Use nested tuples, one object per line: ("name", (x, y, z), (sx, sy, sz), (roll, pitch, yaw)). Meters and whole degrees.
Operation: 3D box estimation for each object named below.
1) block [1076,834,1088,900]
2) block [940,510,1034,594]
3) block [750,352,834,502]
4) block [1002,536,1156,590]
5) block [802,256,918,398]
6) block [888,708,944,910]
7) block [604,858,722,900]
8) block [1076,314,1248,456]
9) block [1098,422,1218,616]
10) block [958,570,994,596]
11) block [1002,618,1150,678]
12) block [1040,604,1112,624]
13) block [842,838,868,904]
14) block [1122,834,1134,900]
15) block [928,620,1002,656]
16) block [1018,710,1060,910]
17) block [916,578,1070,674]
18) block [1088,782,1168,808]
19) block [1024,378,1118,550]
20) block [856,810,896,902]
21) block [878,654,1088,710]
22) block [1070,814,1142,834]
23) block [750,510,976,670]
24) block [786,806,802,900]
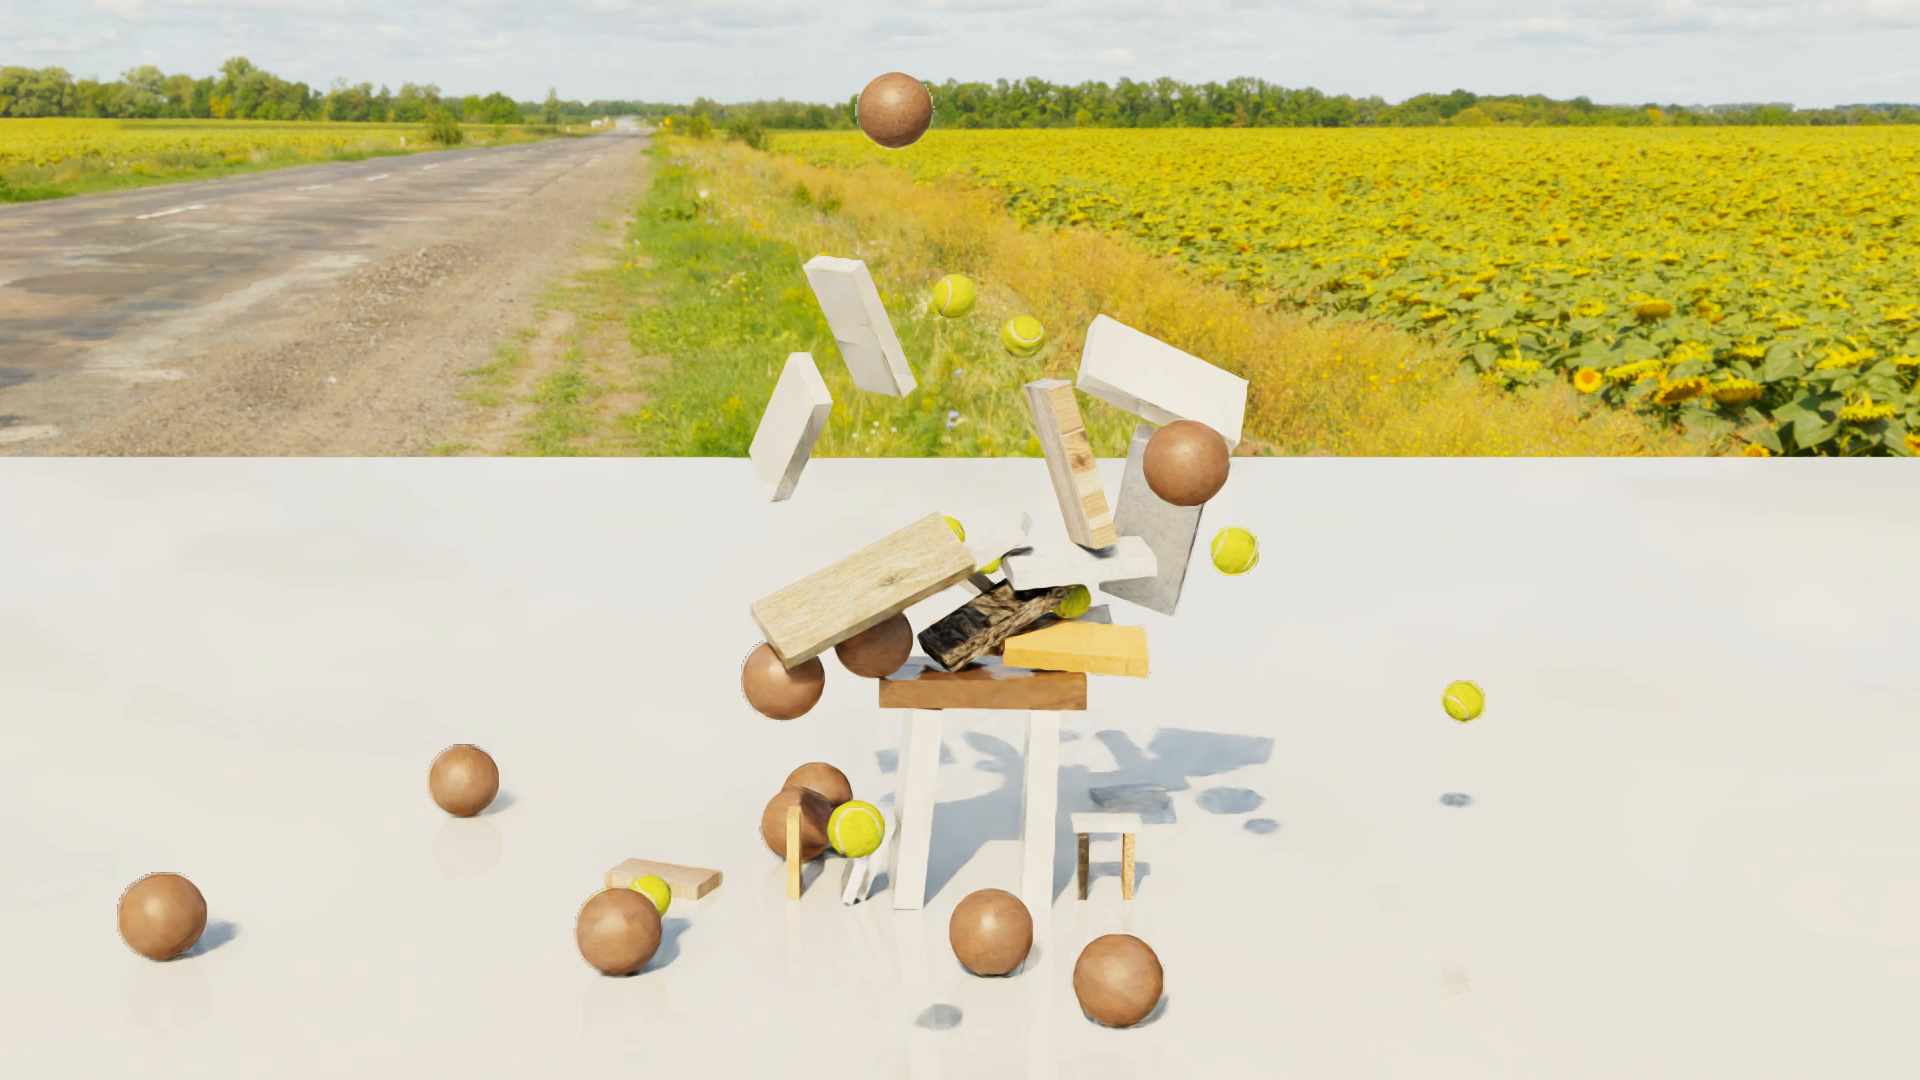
("block", (0.204, 0.534, 3.659), (0.016, 0.114, 0.057), (0, 11, 0))
("block", (0.038, 0.019, 3.649), (0.176, 0.025, 0.088), (-32, 12, 17))
("block", (-0.272, -0.180, 3.515), (0.032, 0.228, 0.114), (-4, 51, -31))
("block", (0.195, 0.037, 3.628), (0.237, 0.034, 0.118), (-6, 18, -7))
("block", (-0.154, -0.330, 3.396), (0.114, 0.228, 0.032), (15, 48, 46))
("block", (-0.075, 0.423, 3.643), (0.047, 0.335, 0.167), (5, 10, -6))
("block", (-0.500, 0.571, 3.705), (0.176, 0.025, 0.088), (4, 11, 21))
("block", (0.326, -0.249, 3.523), (0.274, 0.039, 0.137), (23, 50, -12))
("block", (0.328, -0.028, 3.687), (0.137, 0.391, 0.039), (20, 51, 10))
("block", (0.015, 0.065, 3.811), (0.088, 0.025, 0.176), (39, -6, -21))
("block", (0.189, 0.175, 3.626), (0.237, 0.034, 0.118), (5, 24, -2))
("block", (0.191, 0.151, 3.706), (0.134, 0.067, 0.019), (-8, -25, -10))
("block", (-0.176, 0.551, 3.664), (0.020, 0.069, 0.139), (21, 7, -5))
("block", (0.280, 0.534, 3.659), (0.016, 0.114, 0.057), (0, 11, 0))
("block", (0.014, 0.176, 3.968), (0.134, 0.067, 0.019), (-2, 20, 24))
("block", (0.131, 0.424, 3.643), (0.047, 0.335, 0.167), (2, 10, -1))
("block", (0.054, 0.126, 3.635), (0.237, 0.034, 0.118), (-32, 25, -12))
("block", (0.320, 0.485, 4.184), (0.134, 0.019, 0.067), (-5, 11, -23))
("block", (0.180, -0.126, 3.600), (0.039, 0.274, 0.137), (-20, 11, -13))
("block", (-0.142, 0.524, 3.653), (0.020, 0.139, 0.069), (22, 9, -6))
("block", (0.038, 0.233, 3.613), (0.335, 0.047, 0.167), (1, 11, 1))
("block", (0.242, 0.470, 3.647), (0.114, 0.016, 0.057), (0, 11, 0))
("block", (-0.148, 0.075, 3.408), (0.339, 0.032, 0.114), (-27, 61, -19))
("block", (-0.276, 0.521, 3.660), (0.020, 0.139, 0.069), (0, 11, 0))
